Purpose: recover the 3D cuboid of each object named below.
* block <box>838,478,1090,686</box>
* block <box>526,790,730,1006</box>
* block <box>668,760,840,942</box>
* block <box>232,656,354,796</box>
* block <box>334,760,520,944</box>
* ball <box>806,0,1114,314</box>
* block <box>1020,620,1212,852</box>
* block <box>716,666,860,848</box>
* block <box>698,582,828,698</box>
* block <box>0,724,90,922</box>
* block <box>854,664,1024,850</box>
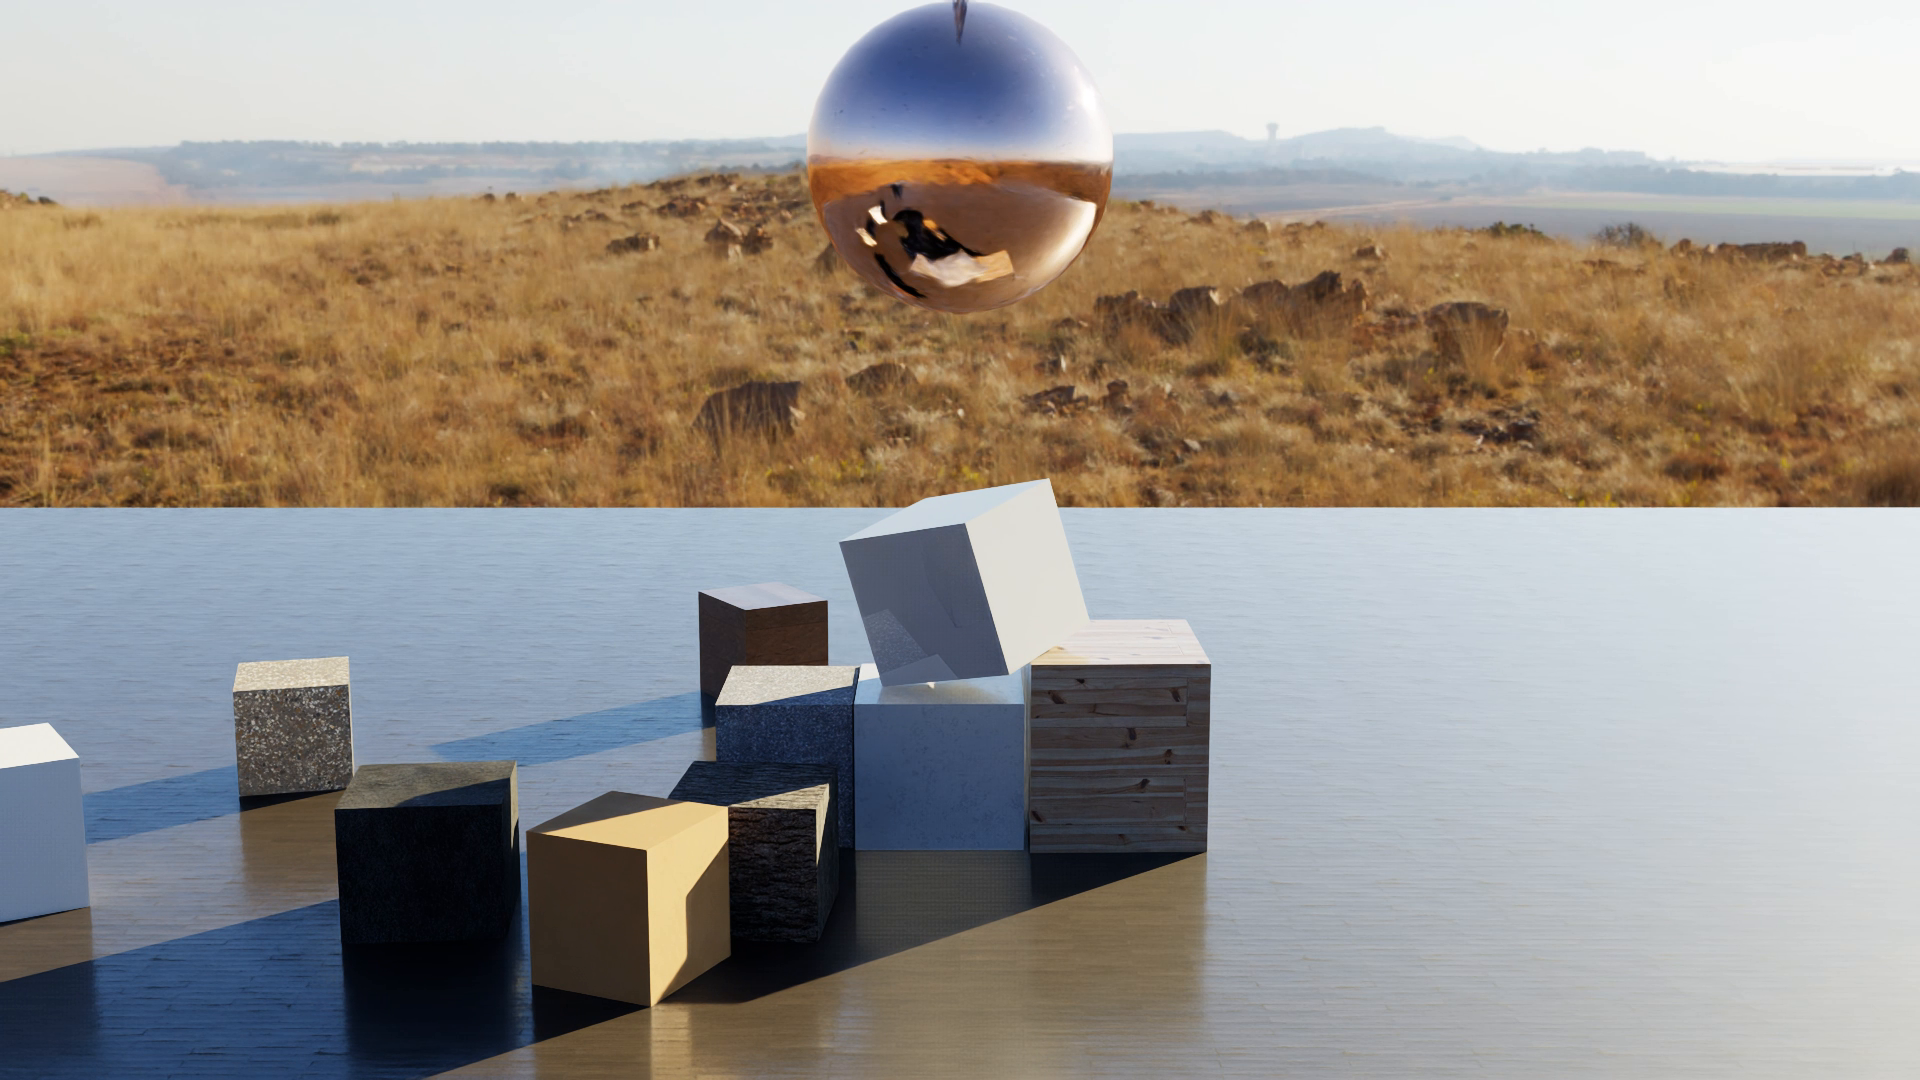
[{"bbox_3d":[0.028,0.218,11.188,0.825,0.783,0.748,-8,13,39],"label":"block"},{"bbox_3d":[-1.404,1.512,9.374,0.593,0.671,0.638,5,11,24],"label":"block"},{"bbox_3d":[-0.944,1.414,10.068,0.686,0.616,0.710,1,10,4],"label":"block"},{"bbox_3d":[-3.709,1.029,12.268,0.600,0.586,0.678,-3,11,-15],"label":"block"},{"bbox_3d":[-2.415,1.414,10.053,0.719,0.621,0.698,-1,10,-6],"label":"block"},{"bbox_3d":[0.000,-1.978,11.403,1.600,1.600,1.600,0,10,0],"label":"ball"},{"bbox_3d":[0.782,0.995,11.397,0.887,0.965,1.014,0,10,-1],"label":"block"},{"bbox_3d":[-0.875,1.109,11.399,0.682,0.739,0.825,0,10,0],"label":"block"},{"bbox_3d":[-1.255,0.675,14.018,0.573,0.657,0.688,-6,12,-31],"label":"block"},{"bbox_3d":[-4.523,1.328,10.257,0.692,0.717,0.718,-7,12,-32],"label":"block"},{"bbox_3d":[-0.103,1.107,11.369,0.844,0.754,0.852,0,10,0],"label":"block"}]
